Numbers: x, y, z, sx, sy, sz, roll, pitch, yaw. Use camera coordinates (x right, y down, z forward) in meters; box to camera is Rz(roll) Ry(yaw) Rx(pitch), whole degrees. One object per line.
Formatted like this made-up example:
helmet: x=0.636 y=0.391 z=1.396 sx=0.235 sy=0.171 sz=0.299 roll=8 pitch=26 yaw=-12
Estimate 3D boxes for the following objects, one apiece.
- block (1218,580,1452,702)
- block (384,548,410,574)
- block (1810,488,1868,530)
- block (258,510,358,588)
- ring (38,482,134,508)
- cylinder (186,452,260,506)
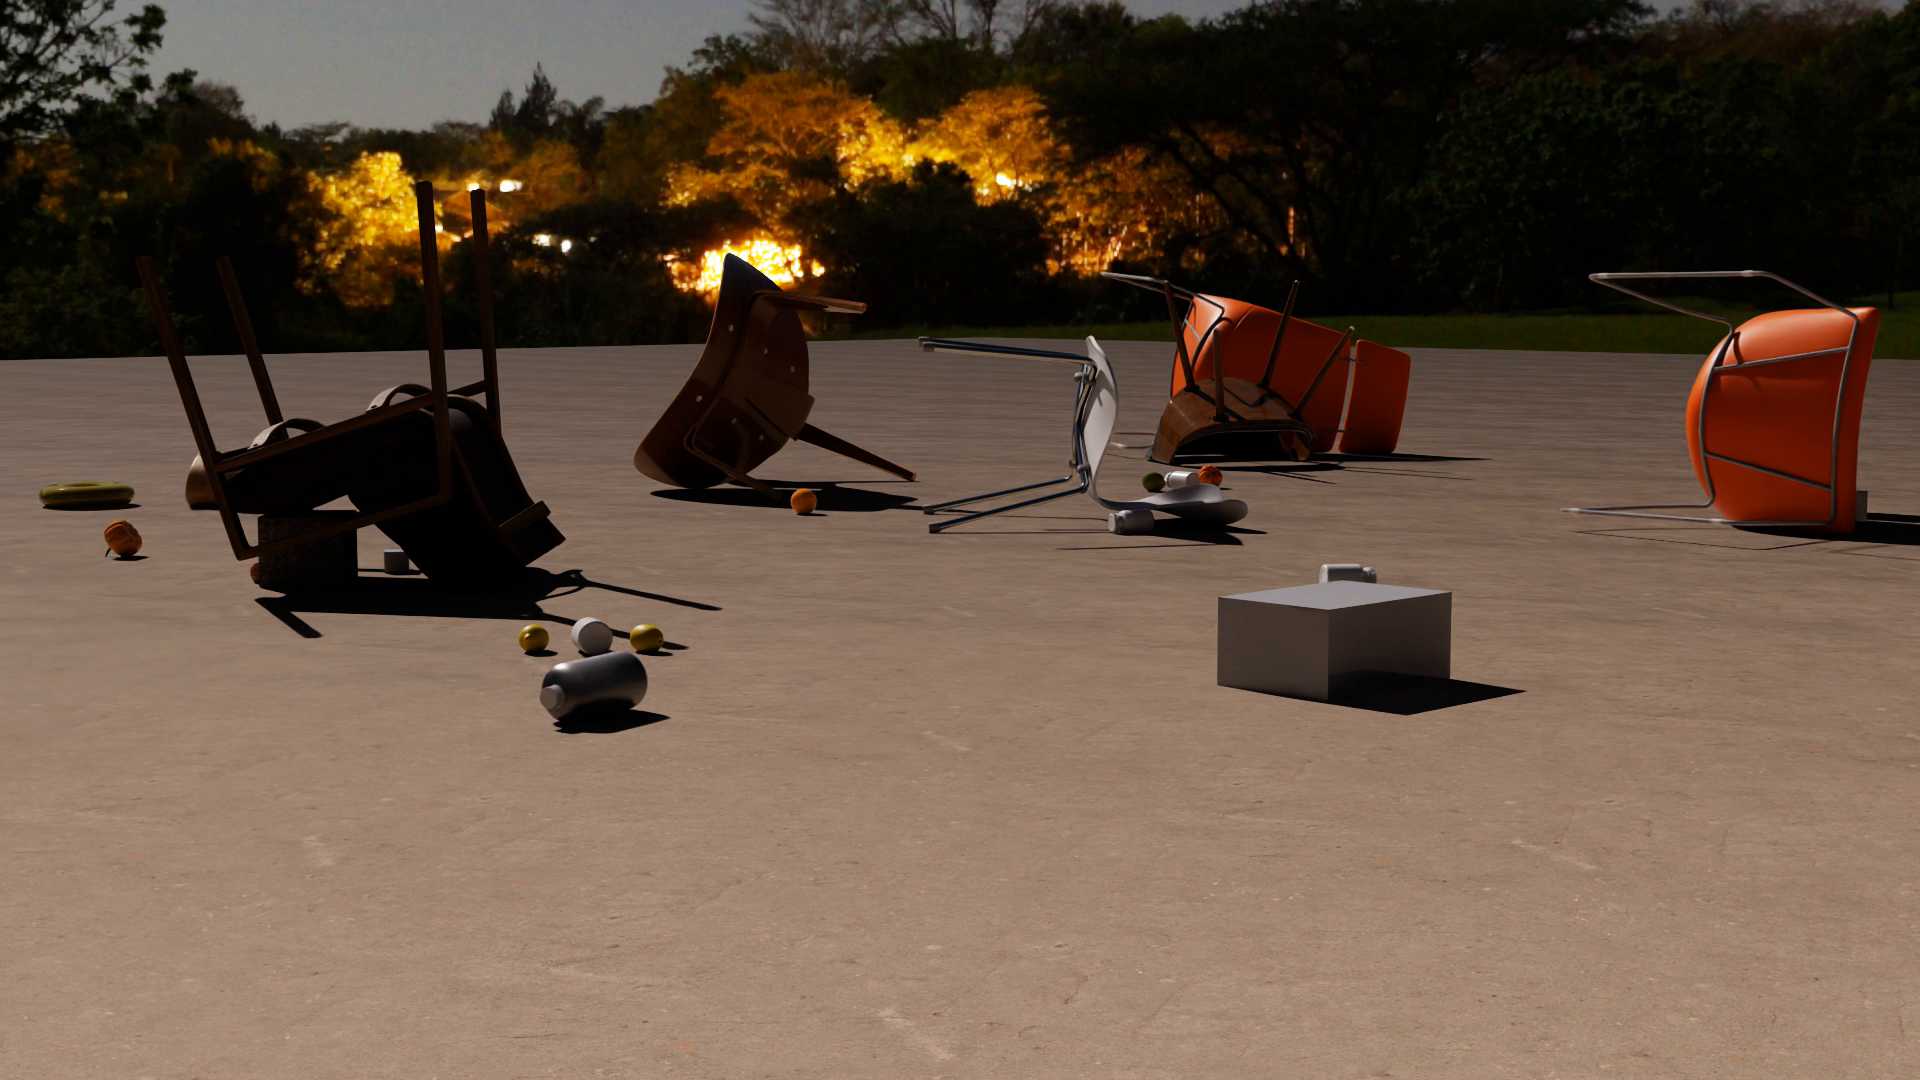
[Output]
block: x=0.609 y=0.159 z=4.164 sx=0.326 sy=0.144 sz=0.223 roll=-6 pitch=8 yaw=-44
block: x=-1.257 y=0.046 z=5.734 sx=0.054 sy=0.048 sz=0.080 roll=-1 pitch=6 yaw=-10
block: x=2.298 y=-0.079 z=6.708 sx=0.110 sy=0.097 sz=0.101 roll=-6 pitch=8 yaw=-45
block: x=-1.400 y=0.018 z=5.513 sx=0.177 sy=0.149 sz=0.176 roll=0 pitch=6 yaw=-4
ring: x=-2.505 y=-0.129 z=7.363 sx=0.272 sy=0.063 sz=0.257 roll=3 pitch=7 yaw=30
cylinder: x=-2.123 y=-0.176 z=7.389 sx=0.144 sy=0.128 sz=0.252 roll=0 pitch=27 yaw=1
